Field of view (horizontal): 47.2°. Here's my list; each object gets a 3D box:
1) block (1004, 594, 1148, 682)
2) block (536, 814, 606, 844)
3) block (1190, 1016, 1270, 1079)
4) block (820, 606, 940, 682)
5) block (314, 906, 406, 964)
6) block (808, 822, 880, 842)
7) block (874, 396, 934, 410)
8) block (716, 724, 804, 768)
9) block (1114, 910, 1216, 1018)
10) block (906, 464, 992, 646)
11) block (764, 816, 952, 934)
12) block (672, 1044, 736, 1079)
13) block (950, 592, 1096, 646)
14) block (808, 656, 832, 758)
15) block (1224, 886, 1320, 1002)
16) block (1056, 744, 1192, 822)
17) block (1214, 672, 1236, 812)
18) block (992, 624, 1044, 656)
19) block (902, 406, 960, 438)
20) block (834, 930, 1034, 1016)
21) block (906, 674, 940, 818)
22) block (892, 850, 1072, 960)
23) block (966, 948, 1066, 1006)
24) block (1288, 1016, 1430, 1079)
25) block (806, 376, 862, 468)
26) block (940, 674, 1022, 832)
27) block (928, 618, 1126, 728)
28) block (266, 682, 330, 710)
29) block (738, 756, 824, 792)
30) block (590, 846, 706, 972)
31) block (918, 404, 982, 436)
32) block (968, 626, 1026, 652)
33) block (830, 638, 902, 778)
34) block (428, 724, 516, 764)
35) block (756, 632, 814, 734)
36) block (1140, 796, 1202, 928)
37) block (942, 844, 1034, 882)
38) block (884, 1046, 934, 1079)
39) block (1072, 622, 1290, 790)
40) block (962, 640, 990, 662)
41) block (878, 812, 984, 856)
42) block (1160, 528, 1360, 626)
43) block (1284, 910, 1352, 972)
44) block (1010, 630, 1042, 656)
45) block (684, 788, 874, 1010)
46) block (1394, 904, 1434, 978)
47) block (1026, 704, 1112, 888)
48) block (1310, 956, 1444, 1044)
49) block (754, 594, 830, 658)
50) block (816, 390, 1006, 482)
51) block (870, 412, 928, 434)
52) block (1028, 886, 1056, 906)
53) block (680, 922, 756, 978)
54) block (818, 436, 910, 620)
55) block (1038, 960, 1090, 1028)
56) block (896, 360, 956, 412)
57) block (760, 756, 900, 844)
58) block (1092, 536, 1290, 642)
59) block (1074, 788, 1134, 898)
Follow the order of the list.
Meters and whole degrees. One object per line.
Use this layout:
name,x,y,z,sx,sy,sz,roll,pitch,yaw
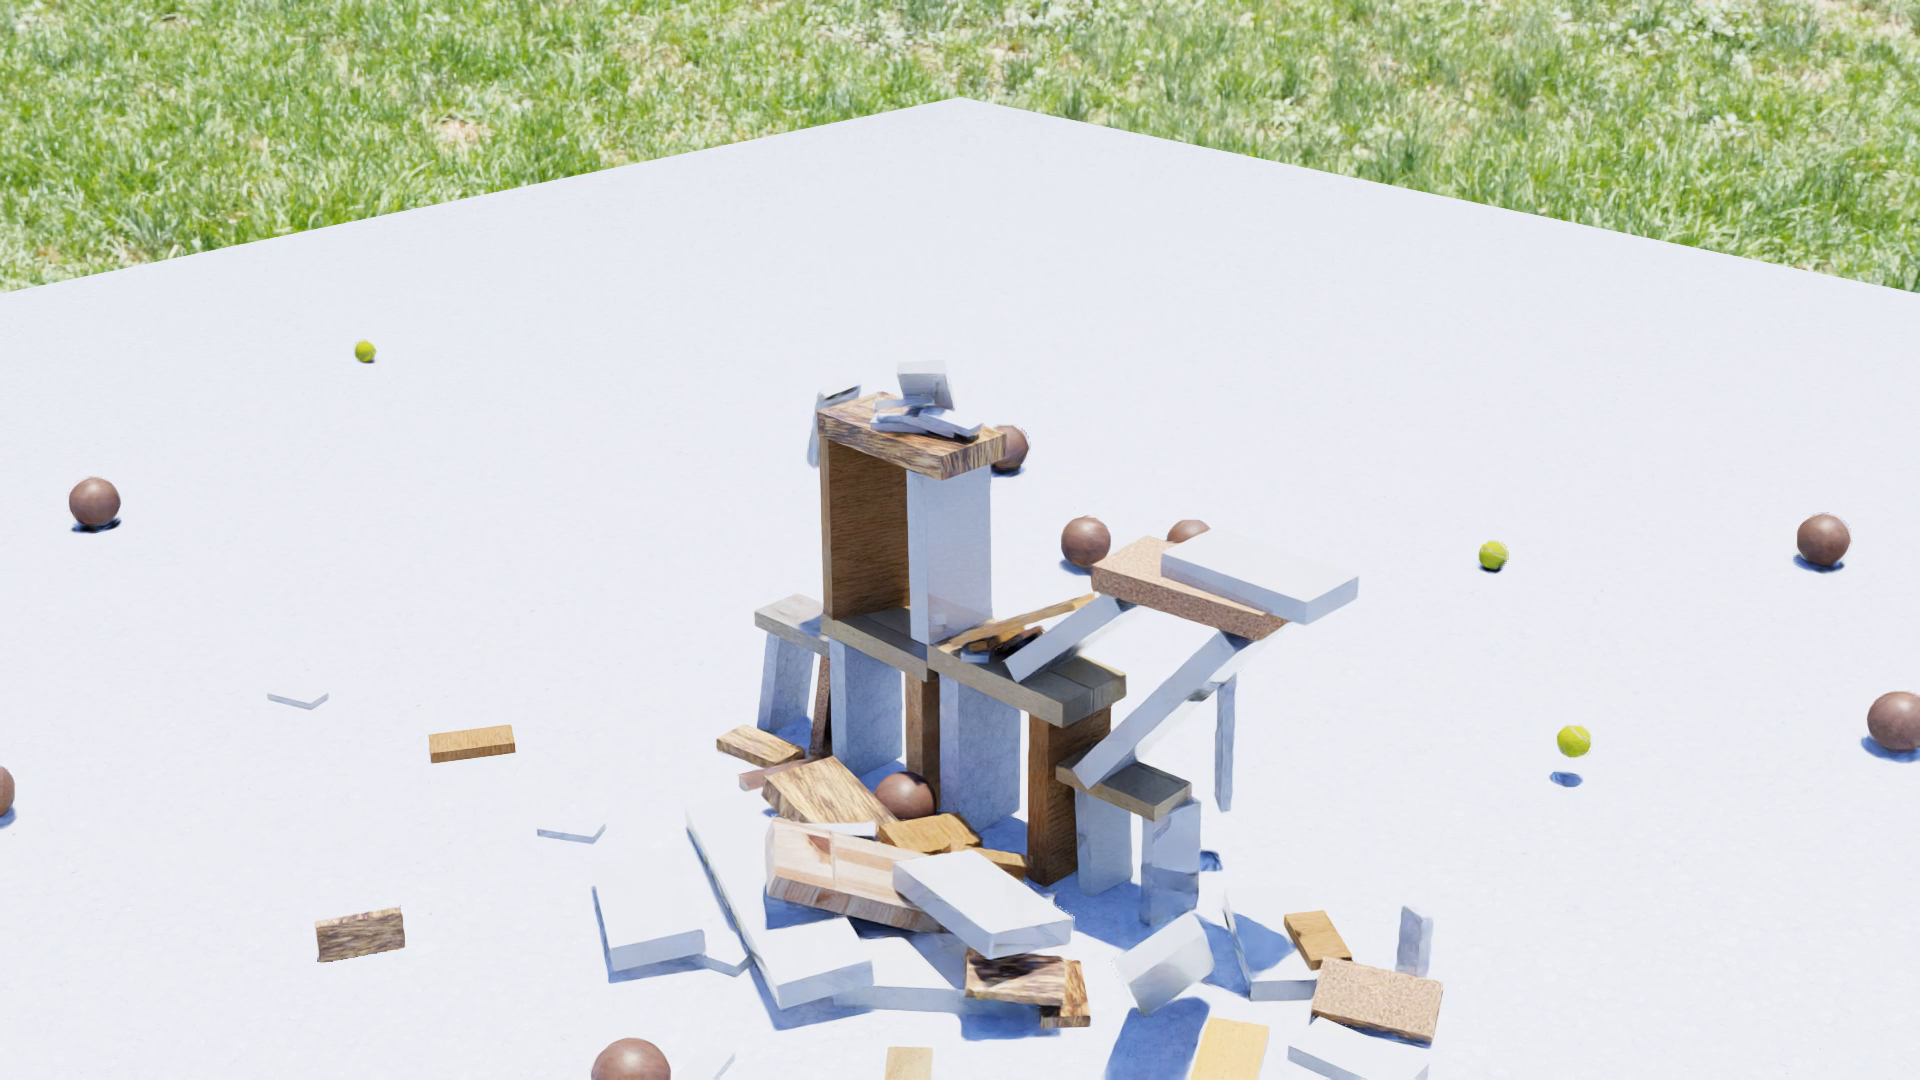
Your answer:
block,0.242,0.153,4.026,0.170,0.048,0.339,-21,-11,-41
block,-0.774,0.576,4.382,0.122,0.017,0.061,6,24,14
block,0.448,0.873,3.664,0.104,0.029,0.208,6,24,14
block,-0.118,0.191,4.437,0.159,0.045,0.319,-21,30,-40
block,-1.085,0.714,3.980,0.152,0.076,0.022,-8,24,-18
block,-0.246,0.561,4.106,0.185,0.093,0.026,-1,57,2
block,-0.105,-0.261,4.189,0.110,0.016,0.055,-5,1,2
block,-0.425,0.444,4.683,0.176,0.025,0.088,17,28,35
block,0.346,0.714,3.687,0.151,0.301,0.043,-33,66,-4
block,-0.019,0.012,4.249,0.174,0.348,0.049,-21,29,-40
block,-0.157,0.620,4.002,0.398,0.047,0.167,16,28,-16
block,-0.429,0.884,3.655,0.061,0.017,0.121,9,25,20
block,0.112,0.149,4.065,0.055,0.016,0.387,-22,1,-37
block,-0.249,0.335,4.643,0.036,0.254,0.127,30,36,33
block,0.577,0.729,3.987,0.151,0.043,0.301,-1,23,-3
block,0.303,0.447,4.074,0.229,0.033,0.115,19,30,37
block,0.504,0.339,4.175,0.022,0.361,0.076,-2,21,-3
block,0.110,0.191,4.173,0.053,0.015,0.105,-19,-9,-37
block,-0.048,-0.223,4.176,0.110,0.016,0.055,19,26,20
block,-0.044,0.765,3.896,0.341,0.048,0.171,2,23,4
block,-0.038,0.386,4.443,0.045,0.319,0.159,19,30,38
block,0.035,0.637,3.868,0.167,0.047,0.334,-4,16,-31
block,0.094,0.747,3.758,0.168,0.024,0.084,7,46,-8
block,0.664,0.870,3.672,0.208,0.029,0.104,17,29,35
block,-0.255,-0.235,4.429,0.092,0.184,0.026,-25,53,-37
block,0.041,0.403,4.356,0.050,0.355,0.178,21,31,41
block,0.125,0.249,4.199,0.355,0.050,0.178,21,31,41
block,-1.480,0.349,4.917,0.122,0.017,0.061,10,25,23
block,-0.357,0.497,4.556,0.184,0.026,0.092,-11,25,-24
block,-0.578,0.676,4.059,0.167,0.047,0.334,-10,21,-12
block,-0.018,-0.225,4.154,0.110,0.016,0.055,21,27,23
block,0.071,0.187,4.196,0.105,0.015,0.053,-21,6,-40
block,-0.194,0.330,4.575,0.045,0.319,0.159,21,31,40
block,-1.044,0.436,4.702,0.175,0.025,0.088,-6,24,-15
block,-0.373,0.287,4.757,0.036,0.254,0.127,26,33,29
block,0.389,0.594,4.067,0.115,0.229,0.033,-16,27,-32
block,0.045,0.613,4.151,0.168,0.084,0.024,11,55,-19
block,-0.086,0.892,3.631,0.076,0.022,0.152,1,23,2
block,0.389,0.279,3.911,0.170,0.483,0.048,-24,72,-44
block,0.031,0.205,4.220,0.053,0.015,0.105,1,23,2
block,-0.057,0.574,4.231,0.185,0.026,0.093,-5,36,-35
block,0.506,0.060,3.730,0.302,0.043,0.151,20,30,39
block,0.640,0.716,3.936,0.076,0.022,0.152,-4,23,-10
block,0.126,0.197,4.133,0.055,0.016,0.110,-27,-8,-9
block,-0.349,0.649,4.092,0.171,0.048,0.724,-13,22,-16
block,0.793,0.722,3.845,0.022,0.152,0.076,3,7,-16
block,0.209,0.468,4.201,0.050,0.355,0.178,21,31,41
block,0.719,0.791,3.788,0.208,0.029,0.104,10,55,18
block,-0.300,0.182,4.629,0.254,0.036,0.127,20,30,39
block,-0.096,-0.204,4.248,0.174,0.049,0.348,-21,31,-40
block,-0.112,-0.224,4.211,0.110,0.016,0.055,5,23,11
block,0.082,0.680,4.124,0.185,0.026,0.093,5,23,11
block,-0.453,0.738,3.990,0.175,0.025,0.088,12,26,27
block,-0.189,-0.040,4.424,0.174,0.390,0.049,-10,25,-23
block,0.178,0.795,3.856,0.084,0.024,0.168,-1,23,-3
block,-0.064,-0.293,4.204,0.092,0.026,0.184,0,-20,6
block,-0.216,0.556,4.261,0.171,0.048,0.341,-13,40,-40
block,0.416,0.080,3.799,0.339,0.048,0.170,17,28,34
block,0.273,0.550,4.168,0.115,0.229,0.033,-20,25,-38
